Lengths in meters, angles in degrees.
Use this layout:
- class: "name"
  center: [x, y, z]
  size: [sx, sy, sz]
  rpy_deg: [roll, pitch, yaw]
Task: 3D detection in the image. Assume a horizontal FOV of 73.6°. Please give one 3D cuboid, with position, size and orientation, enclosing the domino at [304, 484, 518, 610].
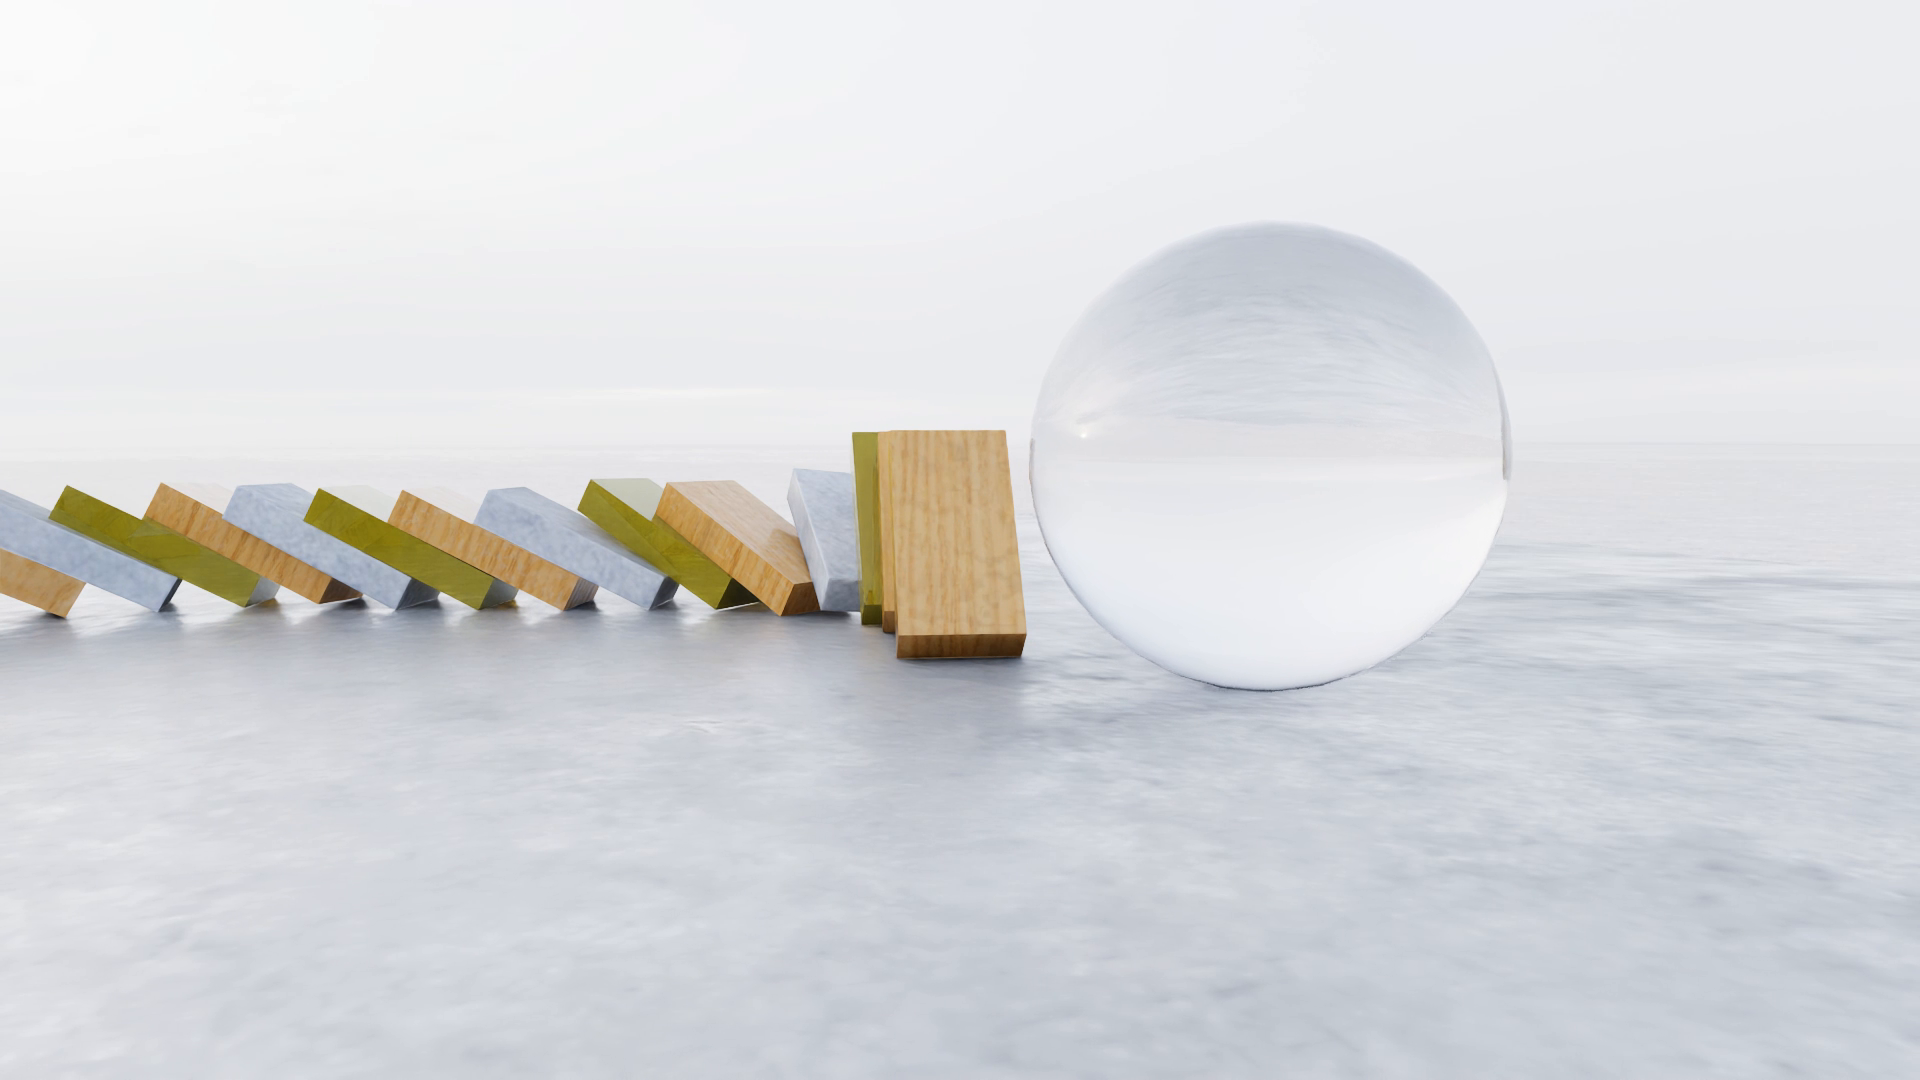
- class: "domino"
  center: [-0.143, 0.001, 0.339]
  size: [0.050, 0.009, 0.025]
  rpy_deg: [27, 5, -1]

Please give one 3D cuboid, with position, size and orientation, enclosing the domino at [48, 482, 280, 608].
- class: "domino"
  center: [-0.207, 0.001, 0.338]
  size: [0.050, 0.009, 0.025]
  rpy_deg: [28, -2, -12]

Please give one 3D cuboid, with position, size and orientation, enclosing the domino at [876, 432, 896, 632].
- class: "domino"
  center: [-0.006, -0.003, 0.301]
  size: [0.025, 0.050, 0.009]
  rpy_deg: [0, -33, -6]

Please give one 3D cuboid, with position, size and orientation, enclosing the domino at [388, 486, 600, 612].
- class: "domino"
  center: [-0.121, 0.002, 0.339]
  size: [0.050, 0.009, 0.025]
  rpy_deg: [27, 5, -1]

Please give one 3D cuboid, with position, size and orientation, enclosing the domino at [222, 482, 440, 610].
- class: "domino"
  center: [-0.164, 0.001, 0.340]
  size: [0.050, 0.009, 0.025]
  rpy_deg: [28, 5, -1]

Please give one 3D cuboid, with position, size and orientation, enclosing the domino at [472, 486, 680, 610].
- class: "domino"
  center: [-0.099, 0.002, 0.340]
  size: [0.050, 0.009, 0.025]
  rpy_deg: [27, 5, 0]

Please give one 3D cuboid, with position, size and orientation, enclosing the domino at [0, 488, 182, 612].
- class: "domino"
  center: [-0.226, 0.002, 0.326]
  size: [0.050, 0.009, 0.025]
  rpy_deg: [30, -9, -24]

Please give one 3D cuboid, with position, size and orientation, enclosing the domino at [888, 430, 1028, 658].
- class: "domino"
  center: [-0.001, 0.000, 0.265]
  size: [0.025, 0.050, 0.009]
  rpy_deg: [0, -33, -6]

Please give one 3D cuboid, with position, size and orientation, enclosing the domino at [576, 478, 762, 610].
- class: "domino"
  center: [-0.075, 0.000, 0.344]
  size: [0.050, 0.009, 0.025]
  rpy_deg: [33, 15, 18]

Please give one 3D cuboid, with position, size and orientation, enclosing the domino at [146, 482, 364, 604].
- class: "domino"
  center: [-0.186, 0.000, 0.344]
  size: [0.050, 0.009, 0.025]
  rpy_deg: [28, 2, -1]

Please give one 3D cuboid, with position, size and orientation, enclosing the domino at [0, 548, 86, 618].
- class: "domino"
  center: [-0.242, 0.003, 0.310]
  size: [0.050, 0.009, 0.025]
  rpy_deg: [34, -17, -35]

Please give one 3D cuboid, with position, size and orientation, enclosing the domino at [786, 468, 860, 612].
- class: "domino"
  center: [-0.028, 0.000, 0.332]
  size: [0.025, 0.009, 0.050]
  rpy_deg: [4, 33, -22]

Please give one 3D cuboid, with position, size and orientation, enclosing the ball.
- class: "ball"
  center: [0.052, -0.014, 0.221]
  size: [0.080, 0.080, 0.080]
  rpy_deg: [0, 4, 0]

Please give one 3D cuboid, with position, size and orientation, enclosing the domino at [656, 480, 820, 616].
- class: "domino"
  center: [-0.054, 0.001, 0.337]
  size: [0.050, 0.009, 0.025]
  rpy_deg: [36, 22, 27]

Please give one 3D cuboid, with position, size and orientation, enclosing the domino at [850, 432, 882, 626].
- class: "domino"
  center: [-0.013, -0.004, 0.313]
  size: [0.025, 0.050, 0.010]
  rpy_deg: [-1, -33, -10]
